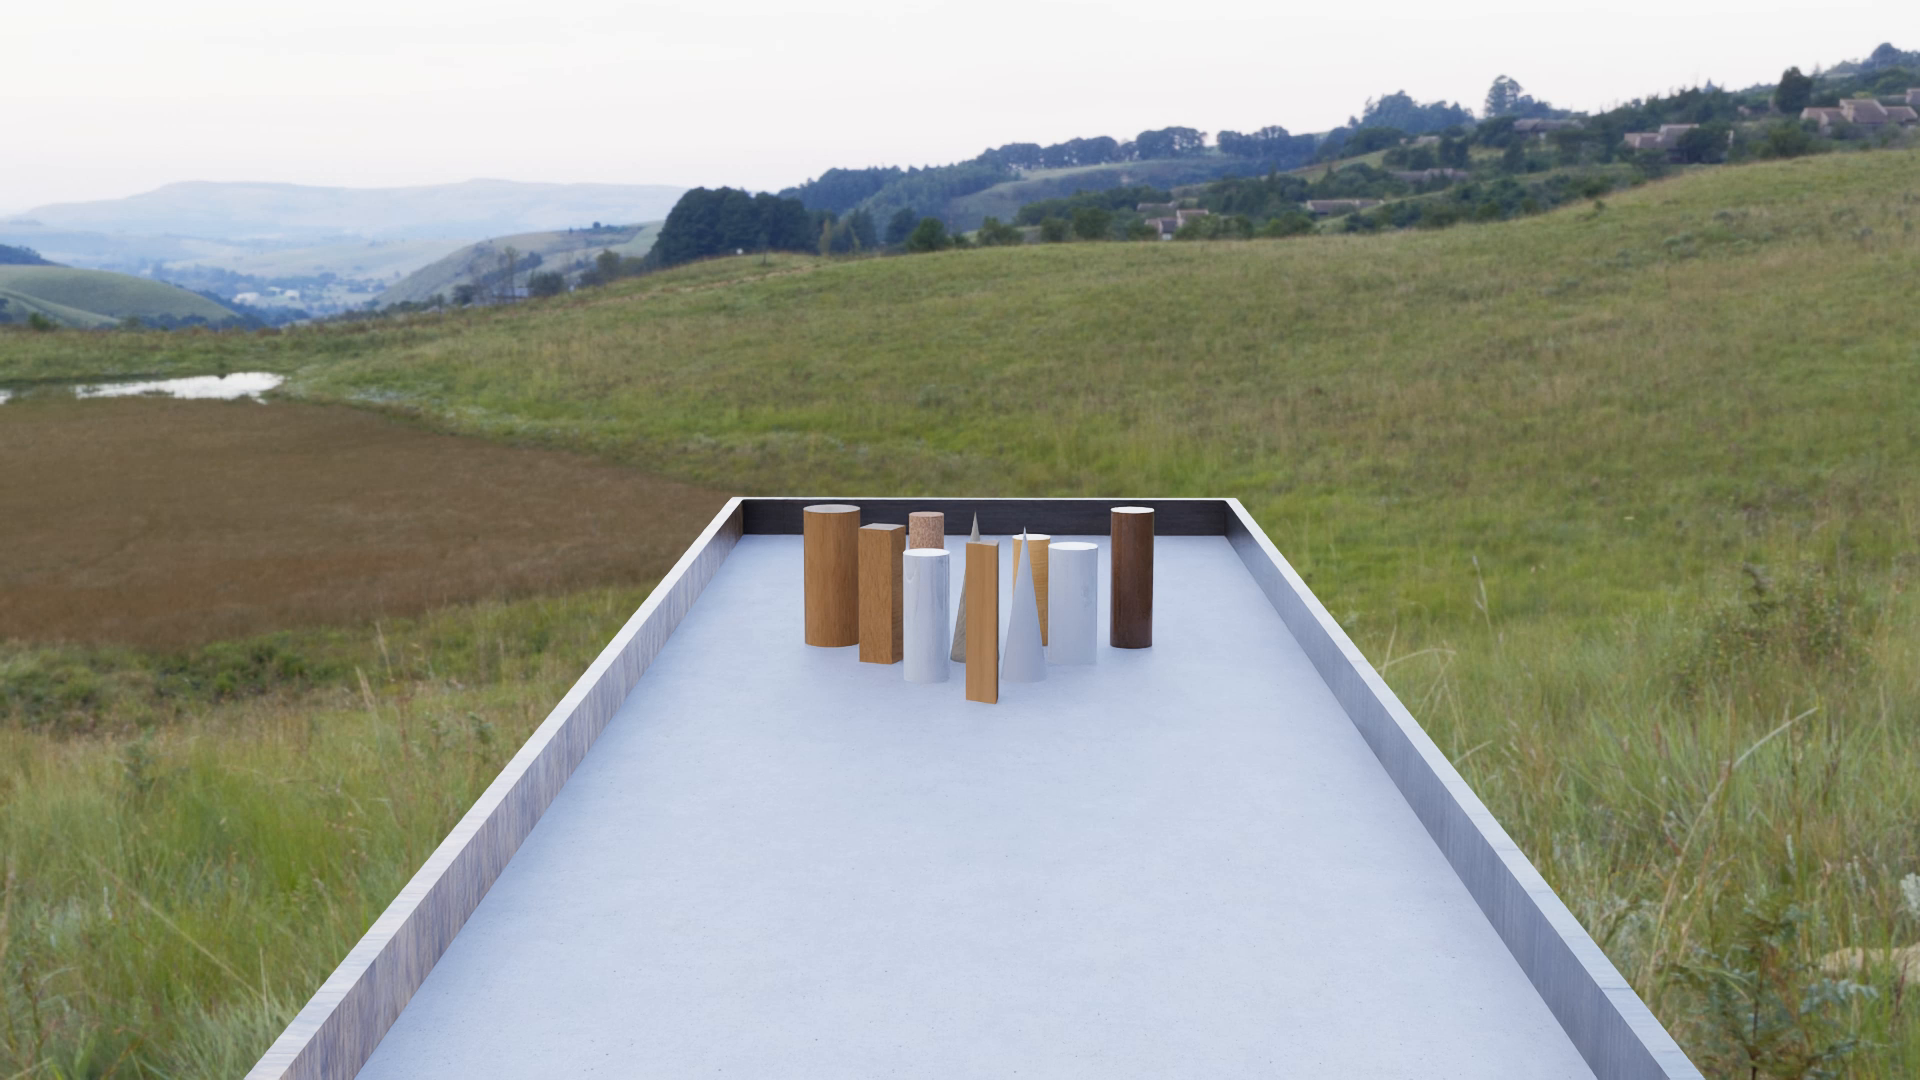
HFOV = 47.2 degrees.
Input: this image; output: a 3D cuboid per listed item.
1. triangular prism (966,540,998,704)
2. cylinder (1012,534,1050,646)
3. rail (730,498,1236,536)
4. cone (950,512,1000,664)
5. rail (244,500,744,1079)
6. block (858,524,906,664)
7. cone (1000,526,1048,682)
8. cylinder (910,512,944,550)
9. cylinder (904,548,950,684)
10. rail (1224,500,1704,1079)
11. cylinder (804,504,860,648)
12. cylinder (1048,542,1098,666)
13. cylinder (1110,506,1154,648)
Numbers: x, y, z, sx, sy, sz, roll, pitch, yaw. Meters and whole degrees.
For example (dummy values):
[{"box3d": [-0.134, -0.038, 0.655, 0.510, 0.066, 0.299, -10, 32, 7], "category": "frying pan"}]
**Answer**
[{"box3d": [0.082, 0.226, 6.153, 0.101, 0.447, 0.087, 6, 11, 34], "category": "triangular prism"}, {"box3d": [0.225, 0.159, 6.921, 0.119, 0.340, 0.119, 0, 9, 0], "category": "cylinder"}, {"box3d": [0.099, -0.098, 9.147, 2.100, 0.150, 0.050, 0, 9, 1], "category": "rail"}, {"box3d": [0.046, 0.137, 6.689, 0.154, 0.455, 0.154, 0, 9, 0], "category": "cone"}, {"box3d": [-1.004, 0.839, 3.234, 0.050, 0.150, 12.000, 0, 9, 1], "category": "rail"}, {"box3d": [-0.235, 0.162, 6.673, 0.108, 0.410, 0.108, 4, 10, 22], "category": "block"}, {"box3d": [0.188, 0.181, 6.424, 0.137, 0.452, 0.137, 0, 9, 0], "category": "cone"}, {"box3d": [-0.105, 0.119, 6.960, 0.110, 0.406, 0.110, 0, 9, 0], "category": "cylinder"}, {"box3d": [-0.098, 0.221, 6.423, 0.136, 0.374, 0.136, 0, 9, 0], "category": "cylinder"}, {"box3d": [1.046, 0.843, 3.208, 0.050, 0.150, 12.000, 0, 9, 1], "category": "rail"}, {"box3d": [-0.403, 0.112, 6.944, 0.179, 0.426, 0.179, 0, 9, 0], "category": "cylinder"}, {"box3d": [0.342, 0.192, 6.674, 0.150, 0.352, 0.150, 0, 9, 0], "category": "cylinder"}, {"box3d": [0.539, 0.118, 6.896, 0.135, 0.429, 0.135, 0, 9, 0], "category": "cylinder"}]
